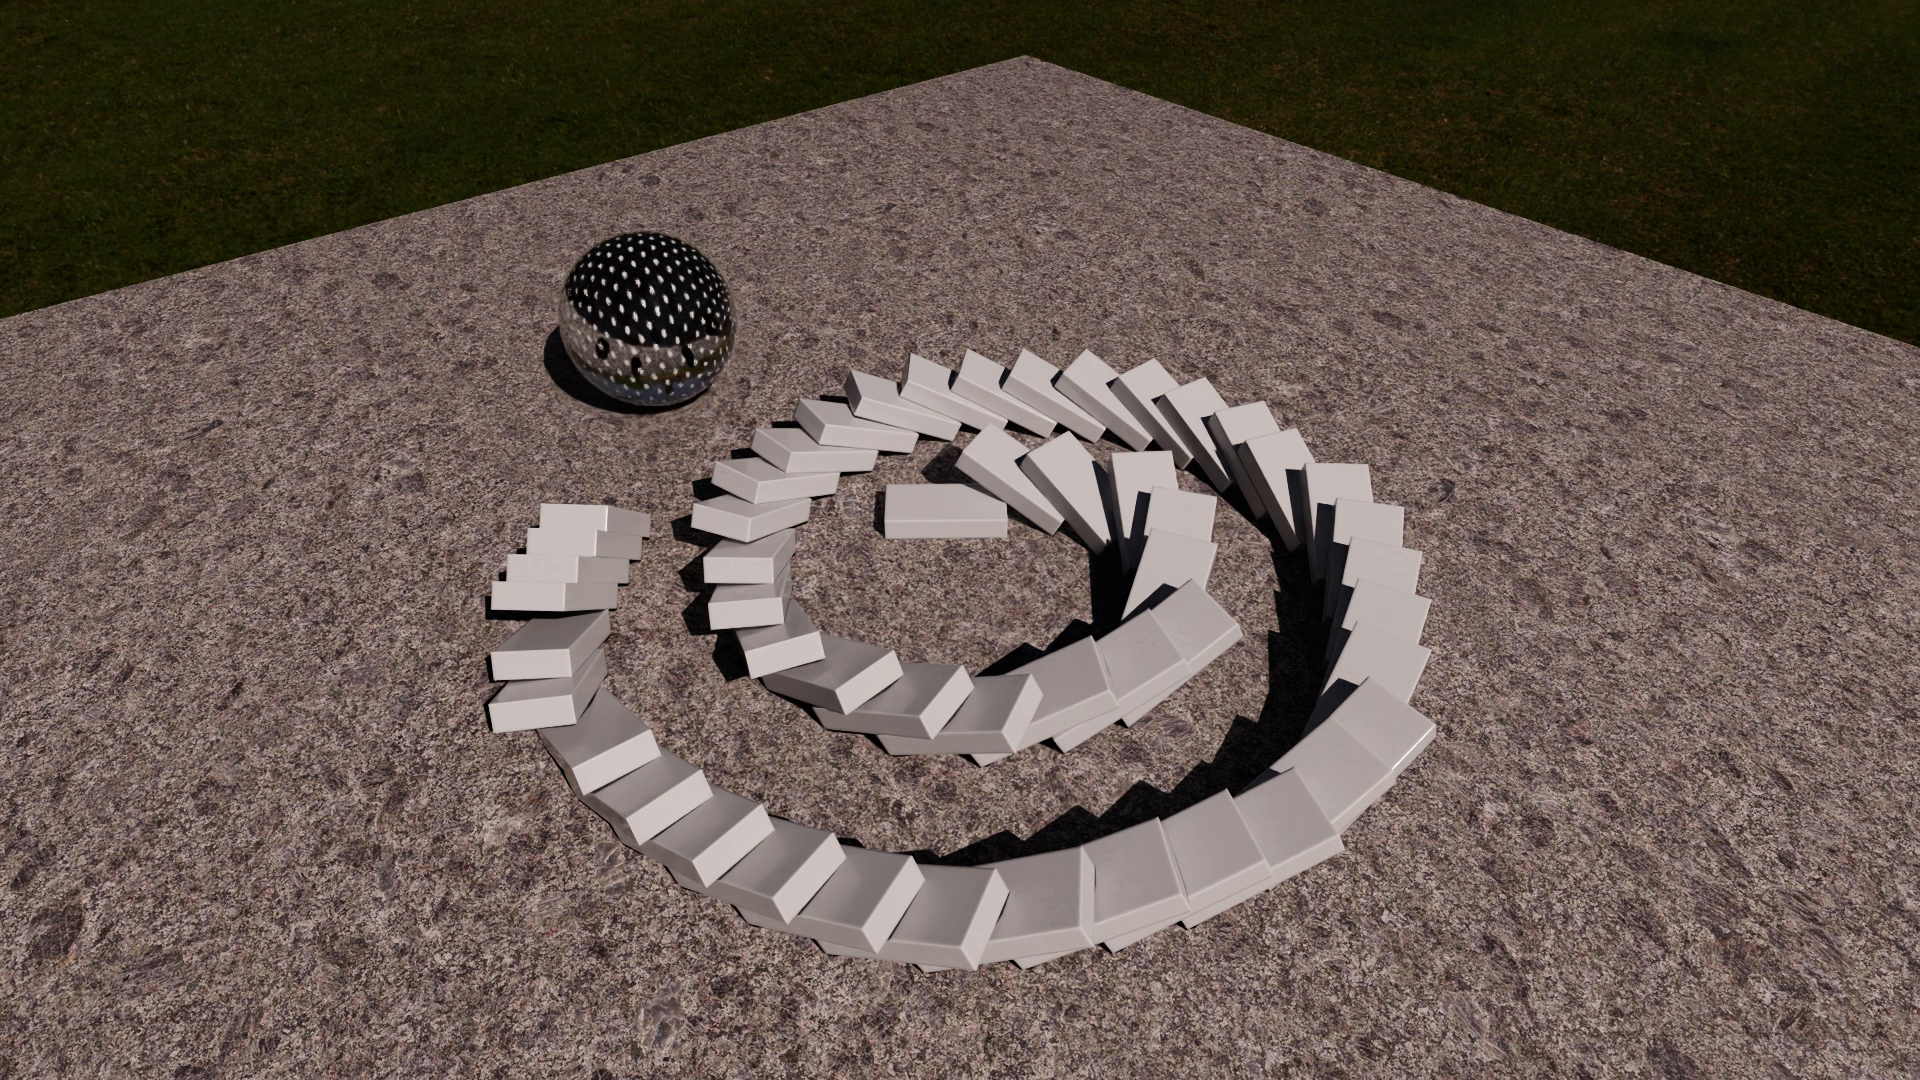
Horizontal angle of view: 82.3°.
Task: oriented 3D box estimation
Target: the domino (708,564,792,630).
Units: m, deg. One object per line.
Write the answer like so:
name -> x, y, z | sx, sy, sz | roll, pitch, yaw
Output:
domino -> -0.076, 0.020, 0.402 | 0.025, 0.010, 0.050 | -4, 13, -4

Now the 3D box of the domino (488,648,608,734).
domino -> -0.136, 0.049, 0.366 | 0.025, 0.009, 0.050 | -6, 12, -6

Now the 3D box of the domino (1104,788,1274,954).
domino -> 0.060, 0.094, 0.313 | 0.050, 0.009, 0.025 | -28, 41, 5

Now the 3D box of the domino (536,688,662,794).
domino -> -0.117, 0.063, 0.351 | 0.025, 0.009, 0.050 | -26, 22, -28

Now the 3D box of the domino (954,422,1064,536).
domino -> 0.025, -0.026, 0.460 | 0.050, 0.009, 0.025 | 36, 47, 4

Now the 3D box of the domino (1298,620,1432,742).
domino -> 0.133, 0.054, 0.362 | 0.025, 0.009, 0.050 | 23, 70, 26

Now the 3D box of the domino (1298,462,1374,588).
domino -> 0.150, -0.006, 0.434 | 0.025, 0.010, 0.050 | 1, 65, 1

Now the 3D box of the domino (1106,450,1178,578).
domino -> 0.075, -0.011, 0.438 | 0.025, 0.010, 0.050 | -3, 67, -6

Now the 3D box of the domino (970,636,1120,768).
domino -> 0.025, 0.053, 0.362 | 0.050, 0.010, 0.025 | -26, 39, 10

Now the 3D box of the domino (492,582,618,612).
domino -> -0.144, 0.020, 0.394 | 0.025, 0.009, 0.050 | 1, -2, 3

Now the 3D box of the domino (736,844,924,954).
domino -> -0.037, 0.098, 0.308 | 0.050, 0.010, 0.025 | -4, 32, 37

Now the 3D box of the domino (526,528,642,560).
domino -> -0.141, 0.002, 0.417 | 0.025, 0.009, 0.050 | 2, -2, 2

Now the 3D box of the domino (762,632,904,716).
domino -> -0.045, 0.044, 0.373 | 0.025, 0.009, 0.050 | -33, 23, -33

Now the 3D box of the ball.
ball -> -0.145, -0.102, 0.512 | 0.080, 0.080, 0.080 | 0, 39, 0

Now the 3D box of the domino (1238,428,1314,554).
domino -> 0.137, -0.021, 0.453 | 0.025, 0.010, 0.050 | -14, 66, -16

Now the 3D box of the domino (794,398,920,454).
domino -> -0.046, -0.051, 0.489 | 0.050, 0.009, 0.025 | 2, 31, -41

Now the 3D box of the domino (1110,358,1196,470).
domino -> 0.094, -0.057, 0.497 | 0.025, 0.010, 0.050 | -29, 73, -32

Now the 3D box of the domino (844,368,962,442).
domino -> -0.026, -0.061, 0.502 | 0.050, 0.010, 0.025 | 12, 33, -28

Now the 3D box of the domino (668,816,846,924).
domino -> -0.059, 0.092, 0.316 | 0.050, 0.009, 0.025 | 0, 32, 41

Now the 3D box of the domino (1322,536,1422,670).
domino -> 0.149, 0.025, 0.397 | 0.025, 0.009, 0.050 | 13, 66, 16

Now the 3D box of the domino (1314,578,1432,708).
domino -> 0.142, 0.040, 0.379 | 0.025, 0.010, 0.050 | 18, 68, 21

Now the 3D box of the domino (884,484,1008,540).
domino -> -0.006, -0.012, 0.458 | 0.050, 0.009, 0.025 | -1, 39, -1

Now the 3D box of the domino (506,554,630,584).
domino -> -0.143, 0.011, 0.405 | 0.025, 0.009, 0.050 | 1, -2, 3

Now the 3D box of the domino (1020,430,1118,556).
domino -> 0.051, -0.019, 0.451 | 0.025, 0.009, 0.050 | -31, 73, -32

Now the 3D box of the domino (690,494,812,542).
domino -> -0.083, -0.011, 0.440 | 0.025, 0.009, 0.050 | 14, 15, 17

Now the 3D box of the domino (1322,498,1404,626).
domino -> 0.152, 0.010, 0.415 | 0.025, 0.010, 0.050 | 9, 65, 10

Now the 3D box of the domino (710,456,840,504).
domino -> -0.076, -0.026, 0.458 | 0.025, 0.009, 0.050 | 24, 20, 28

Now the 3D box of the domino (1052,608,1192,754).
domino -> 0.049, 0.047, 0.368 | 0.050, 0.010, 0.025 | -33, 45, 3

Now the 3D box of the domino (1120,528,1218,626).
domino -> 0.075, 0.022, 0.400 | 0.025, 0.009, 0.050 | 15, 67, 17

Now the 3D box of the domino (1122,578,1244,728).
domino -> 0.069, 0.038, 0.378 | 0.050, 0.009, 0.025 | -38, 50, -1

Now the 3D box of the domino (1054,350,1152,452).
domino -> 0.070, -0.064, 0.505 | 0.050, 0.010, 0.025 | 39, 48, 4

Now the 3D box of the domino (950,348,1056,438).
domino -> 0.022, -0.068, 0.511 | 0.050, 0.009, 0.025 | 25, 39, -9

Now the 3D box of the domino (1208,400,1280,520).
domino -> 0.128, -0.034, 0.470 | 0.025, 0.010, 0.050 | -14, 66, -17

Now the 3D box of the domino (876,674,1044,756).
domino -> 0.000, 0.057, 0.356 | 0.050, 0.010, 0.025 | -9, 33, 35

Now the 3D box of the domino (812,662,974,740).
domino -> -0.023, 0.052, 0.362 | 0.050, 0.009, 0.025 | -3, 32, 41

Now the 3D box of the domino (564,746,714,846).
domino -> -0.099, 0.075, 0.337 | 0.025, 0.009, 0.050 | -32, 24, -32

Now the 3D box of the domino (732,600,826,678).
domino -> -0.065, 0.034, 0.384 | 0.025, 0.009, 0.050 | -15, 14, -15

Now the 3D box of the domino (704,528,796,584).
domino -> -0.079, 0.005, 0.420 | 0.025, 0.009, 0.050 | 1, 13, 1

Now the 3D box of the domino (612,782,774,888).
domino -> -0.080, 0.084, 0.325 | 0.050, 0.009, 0.025 | 4, 32, 46

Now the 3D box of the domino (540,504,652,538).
domino -> -0.141, -0.007, 0.428 | 0.025, 0.009, 0.050 | 2, -2, 2

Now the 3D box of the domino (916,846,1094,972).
domino -> 0.012, 0.102, 0.303 | 0.050, 0.010, 0.025 | -17, 35, 20

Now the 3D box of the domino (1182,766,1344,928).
domino -> 0.082, 0.089, 0.319 | 0.050, 0.010, 0.025 | -28, 42, 4

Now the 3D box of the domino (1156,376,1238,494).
domino -> 0.111, -0.047, 0.484 | 0.025, 0.010, 0.050 | -23, 70, -26

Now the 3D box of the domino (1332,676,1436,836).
domino -> 0.121, 0.069, 0.343 | 0.050, 0.010, 0.025 | -42, 51, -8

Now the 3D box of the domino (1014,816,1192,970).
domino -> 0.037, 0.099, 0.307 | 0.050, 0.010, 0.025 | -23, 39, 10

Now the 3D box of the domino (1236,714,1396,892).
domino -> 0.103, 0.079, 0.331 | 0.050, 0.009, 0.025 | -39, 48, -5

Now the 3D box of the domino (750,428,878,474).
domino -> -0.062, -0.039, 0.475 | 0.025, 0.010, 0.050 | 33, 24, 34

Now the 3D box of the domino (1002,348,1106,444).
domino -> 0.046, -0.067, 0.509 | 0.050, 0.009, 0.025 | 30, 42, -4

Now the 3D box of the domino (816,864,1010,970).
domino -> -0.014, 0.102, 0.302 | 0.050, 0.009, 0.025 | -8, 33, 32

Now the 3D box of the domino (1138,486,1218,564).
domino -> 0.082, 0.005, 0.420 | 0.025, 0.009, 0.050 | 10, 66, 9

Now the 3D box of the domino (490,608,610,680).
domino -> -0.141, 0.036, 0.383 | 0.025, 0.009, 0.050 | -2, 12, -3

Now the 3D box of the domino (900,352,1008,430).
domino -> -0.002, -0.067, 0.509 | 0.050, 0.009, 0.025 | 21, 37, -15
